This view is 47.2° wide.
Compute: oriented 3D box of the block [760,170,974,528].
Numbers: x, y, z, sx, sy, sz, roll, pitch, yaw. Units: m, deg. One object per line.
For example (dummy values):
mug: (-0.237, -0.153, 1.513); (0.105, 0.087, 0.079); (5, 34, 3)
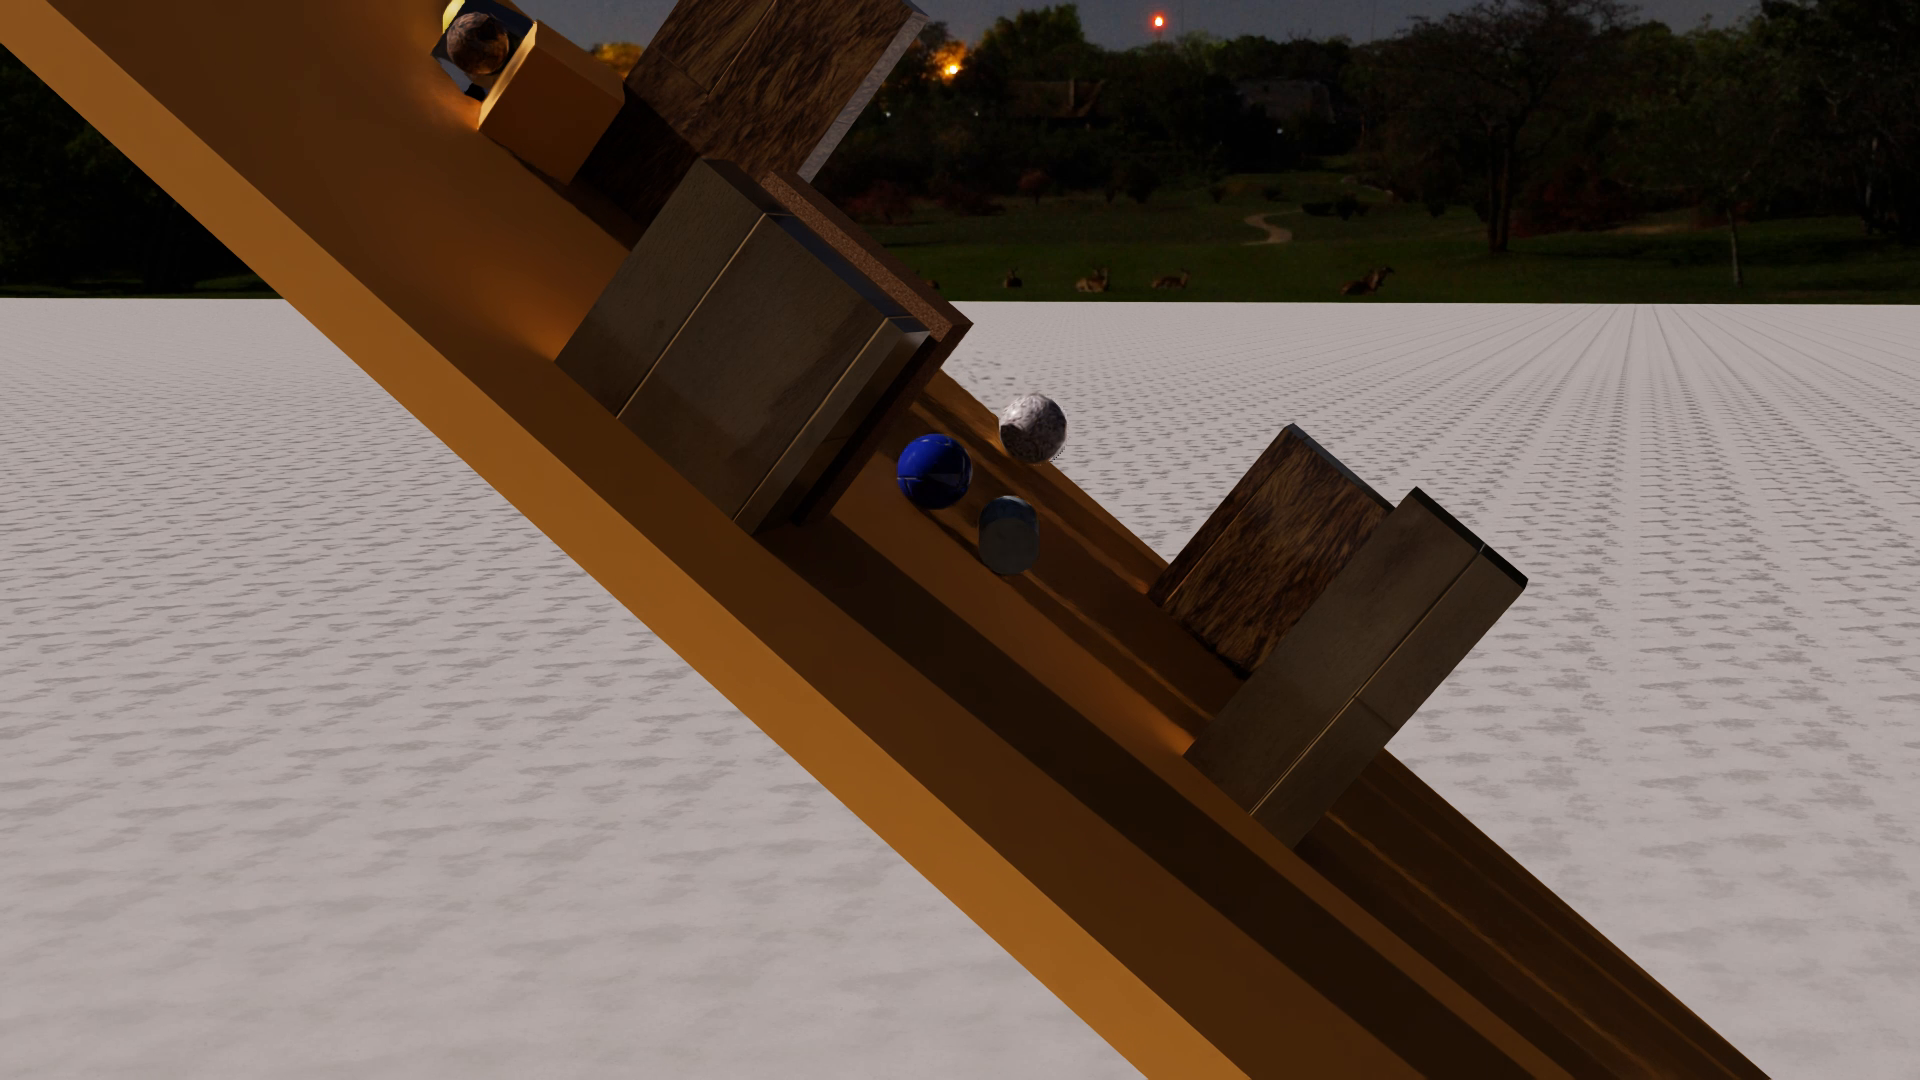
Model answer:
block: (-0.266, -0.312, 3.587); (0.392, 0.421, 0.114); (41, 16, 9)

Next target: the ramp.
ramp: (-0.015, 0.065, 4.047); (4.000, 0.100, 2.000); (41, 16, 9)

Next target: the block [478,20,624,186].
block: (-0.801, -0.859, 4.317); (0.201, 0.201, 0.201); (32, 18, -22)

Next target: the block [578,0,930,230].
block: (-0.425, -0.890, 4.364); (0.403, 0.674, 0.103); (41, 16, 9)

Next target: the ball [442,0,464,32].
ball: (-1.003, -1.062, 4.537); (0.128, 0.128, 0.128); (0, 7, 0)

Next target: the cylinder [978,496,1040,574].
cylinder: (0.090, -0.009, 4.084); (0.114, 0.114, 0.114); (0, 21, 1)

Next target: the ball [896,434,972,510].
ball: (-0.048, -0.126, 4.059); (0.141, 0.141, 0.141); (0, 7, 0)

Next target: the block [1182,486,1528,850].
block: (0.689, 0.224, 3.847); (0.250, 0.611, 0.142); (41, 16, 9)

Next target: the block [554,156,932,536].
block: (-0.341, -0.301, 3.427); (0.423, 0.403, 0.132); (41, 16, 9)

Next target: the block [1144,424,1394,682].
block: (0.667, 0.045, 4.566); (0.339, 0.459, 0.121); (41, 16, 9)

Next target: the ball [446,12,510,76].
ball: (-0.933, -0.960, 4.255); (0.119, 0.119, 0.119); (0, 7, 0)

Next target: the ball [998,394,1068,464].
ball: (0.159, -0.243, 4.810); (0.151, 0.151, 0.151); (0, 7, 0)

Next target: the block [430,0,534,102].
block: (-0.936, -0.979, 4.442); (0.154, 0.154, 0.154); (16, 28, -53)
